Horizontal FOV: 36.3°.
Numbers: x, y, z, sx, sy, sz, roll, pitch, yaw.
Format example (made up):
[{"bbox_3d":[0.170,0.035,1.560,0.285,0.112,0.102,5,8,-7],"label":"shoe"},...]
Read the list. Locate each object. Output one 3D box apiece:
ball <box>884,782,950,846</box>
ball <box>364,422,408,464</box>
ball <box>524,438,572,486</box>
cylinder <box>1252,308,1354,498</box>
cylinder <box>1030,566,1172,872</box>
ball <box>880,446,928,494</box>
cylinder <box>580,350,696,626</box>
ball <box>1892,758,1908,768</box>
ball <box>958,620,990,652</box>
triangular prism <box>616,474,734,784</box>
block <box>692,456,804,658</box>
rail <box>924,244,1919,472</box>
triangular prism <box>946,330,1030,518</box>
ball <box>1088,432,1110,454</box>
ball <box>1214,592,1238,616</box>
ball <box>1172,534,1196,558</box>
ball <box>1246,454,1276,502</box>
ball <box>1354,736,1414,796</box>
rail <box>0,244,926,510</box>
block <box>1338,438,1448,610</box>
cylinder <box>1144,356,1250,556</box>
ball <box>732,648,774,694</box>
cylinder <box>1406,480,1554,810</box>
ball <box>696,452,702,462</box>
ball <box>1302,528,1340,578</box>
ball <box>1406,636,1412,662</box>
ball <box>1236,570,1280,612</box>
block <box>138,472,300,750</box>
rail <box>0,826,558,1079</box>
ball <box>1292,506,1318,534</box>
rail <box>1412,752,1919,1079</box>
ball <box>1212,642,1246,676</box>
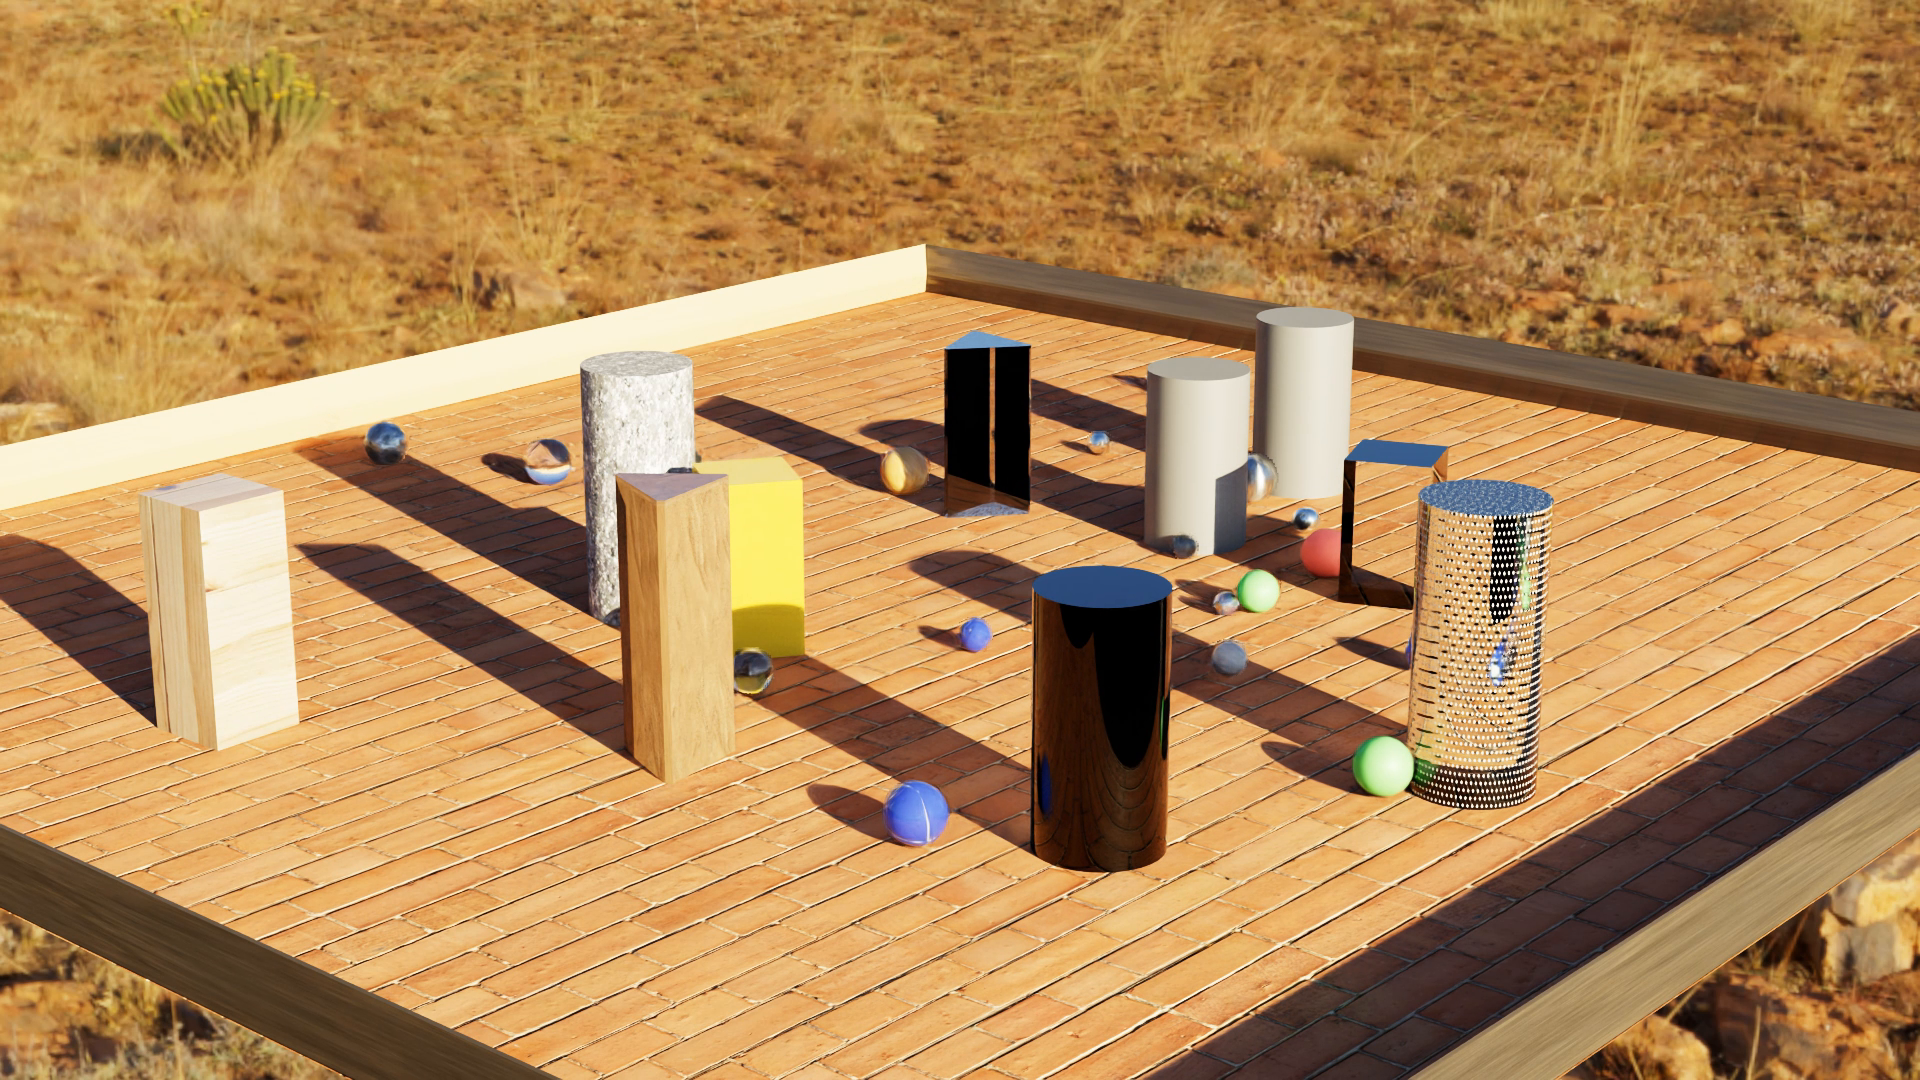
[{"bbox_3d":[-0.060,0.377,4.035,0.090,0.090,0.090,0,17,0],"label":"ball"},{"bbox_3d":[-1.163,-0.197,5.939,0.086,0.086,0.086,0,17,0],"label":"ball"},{"bbox_3d":[-0.812,-0.154,5.786,0.094,0.094,0.094,0,17,0],"label":"ball"},{"bbox_3d":[0.670,-0.270,5.742,0.189,0.340,0.189,0,17,0],"label":"cylinder"},{"bbox_3d":[0.191,0.242,3.988,0.189,0.376,0.189,0,17,0],"label":"cylinder"},{"bbox_3d":[-0.109,-0.136,5.723,0.094,0.094,0.094,0,17,0],"label":"ball"},{"bbox_3d":[-0.543,-0.088,4.979,0.189,0.434,0.189,0,17,0],"label":"cylinder"},{"bbox_3d":[1.364,0.342,4.205,0.059,0.059,0.059,0,17,0],"label":"ball"},{"bbox_3d":[0.024,0.158,4.823,0.054,0.054,0.054,0,17,0],"label":"ball"},{"bbox_3d":[-0.441,0.119,4.304,0.141,0.428,0.163,10,19,30],"label":"triangular prism"},{"bbox_3d":[-0.348,0.031,4.820,0.151,0.298,0.151,-5,17,-15],"label":"block"},{"bbox_3d":[1.197,-0.368,6.440,3.449,0.122,0.045,14,22,39],"label":"rail"},{"bbox_3d":[0.040,-0.225,5.612,0.163,0.329,0.141,-3,17,-10],"label":"triangular prism"},{"bbox_3d":[0.285,-0.198,6.015,0.045,0.045,0.045,0,17,0],"label":"ball"},{"bbox_3d":[0.455,0.108,5.007,0.042,0.042,0.042,0,17,0],"label":"ball"},{"bbox_3d":[0.407,0.012,5.320,0.045,0.045,0.045,0,17,0],"label":"ball"},{"bbox_3d":[0.567,-0.120,5.675,0.091,0.091,0.091,0,17,0],"label":"ball"},{"bbox_3d":[0.608,0.326,4.211,0.087,0.087,0.087,0,17,0],"label":"ball"},{"bbox_3d":[-1.284,-0.292,6.188,0.045,0.122,3.698,14,22,39],"label":"rail"},{"bbox_3d":[0.752,-0.027,5.086,0.151,0.256,0.151,6,18,19],"label":"block"},{"bbox_3d":[0.435,-0.156,5.388,0.189,0.327,0.189,0,17,0],"label":"cylinder"},{"bbox_3d":[-0.330,0.208,4.626,0.072,0.072,0.072,0,17,0],"label":"ball"},{"bbox_3d":[0.741,0.148,4.194,0.189,0.436,0.189,0,17,0],"label":"cylinder"},{"bbox_3d":[-0.542,-0.155,5.852,0.056,0.056,0.056,0,17,0],"label":"ball"},{"bbox_3d":[0.652,0.024,5.204,0.090,0.090,0.090,0,17,0],"label":"ball"},{"bbox_3d":[0.753,0.179,4.723,0.070,0.070,0.070,0,17,0],"label":"ball"},{"bbox_3d":[0.510,0.088,5.021,0.073,0.073,0.073,0,17,0],"label":"ball"},{"bbox_3d":[-1.121,0.107,4.440,0.151,0.373,0.151,14,21,38],"label":"block"},{"bbox_3d":[-1.197,0.429,3.801,3.449,0.122,0.045,14,22,39],"label":"rail"},{"bbox_3d":[0.645,-0.037,5.476,0.049,0.049,0.049,0,17,0],"label":"ball"},{"bbox_3d":[1.284,0.353,4.053,0.045,0.122,3.698,14,22,39],"label":"rail"},{"bbox_3d":[0.432,0.191,4.708,0.056,0.056,0.056,0,17,0],"label":"ball"}]
